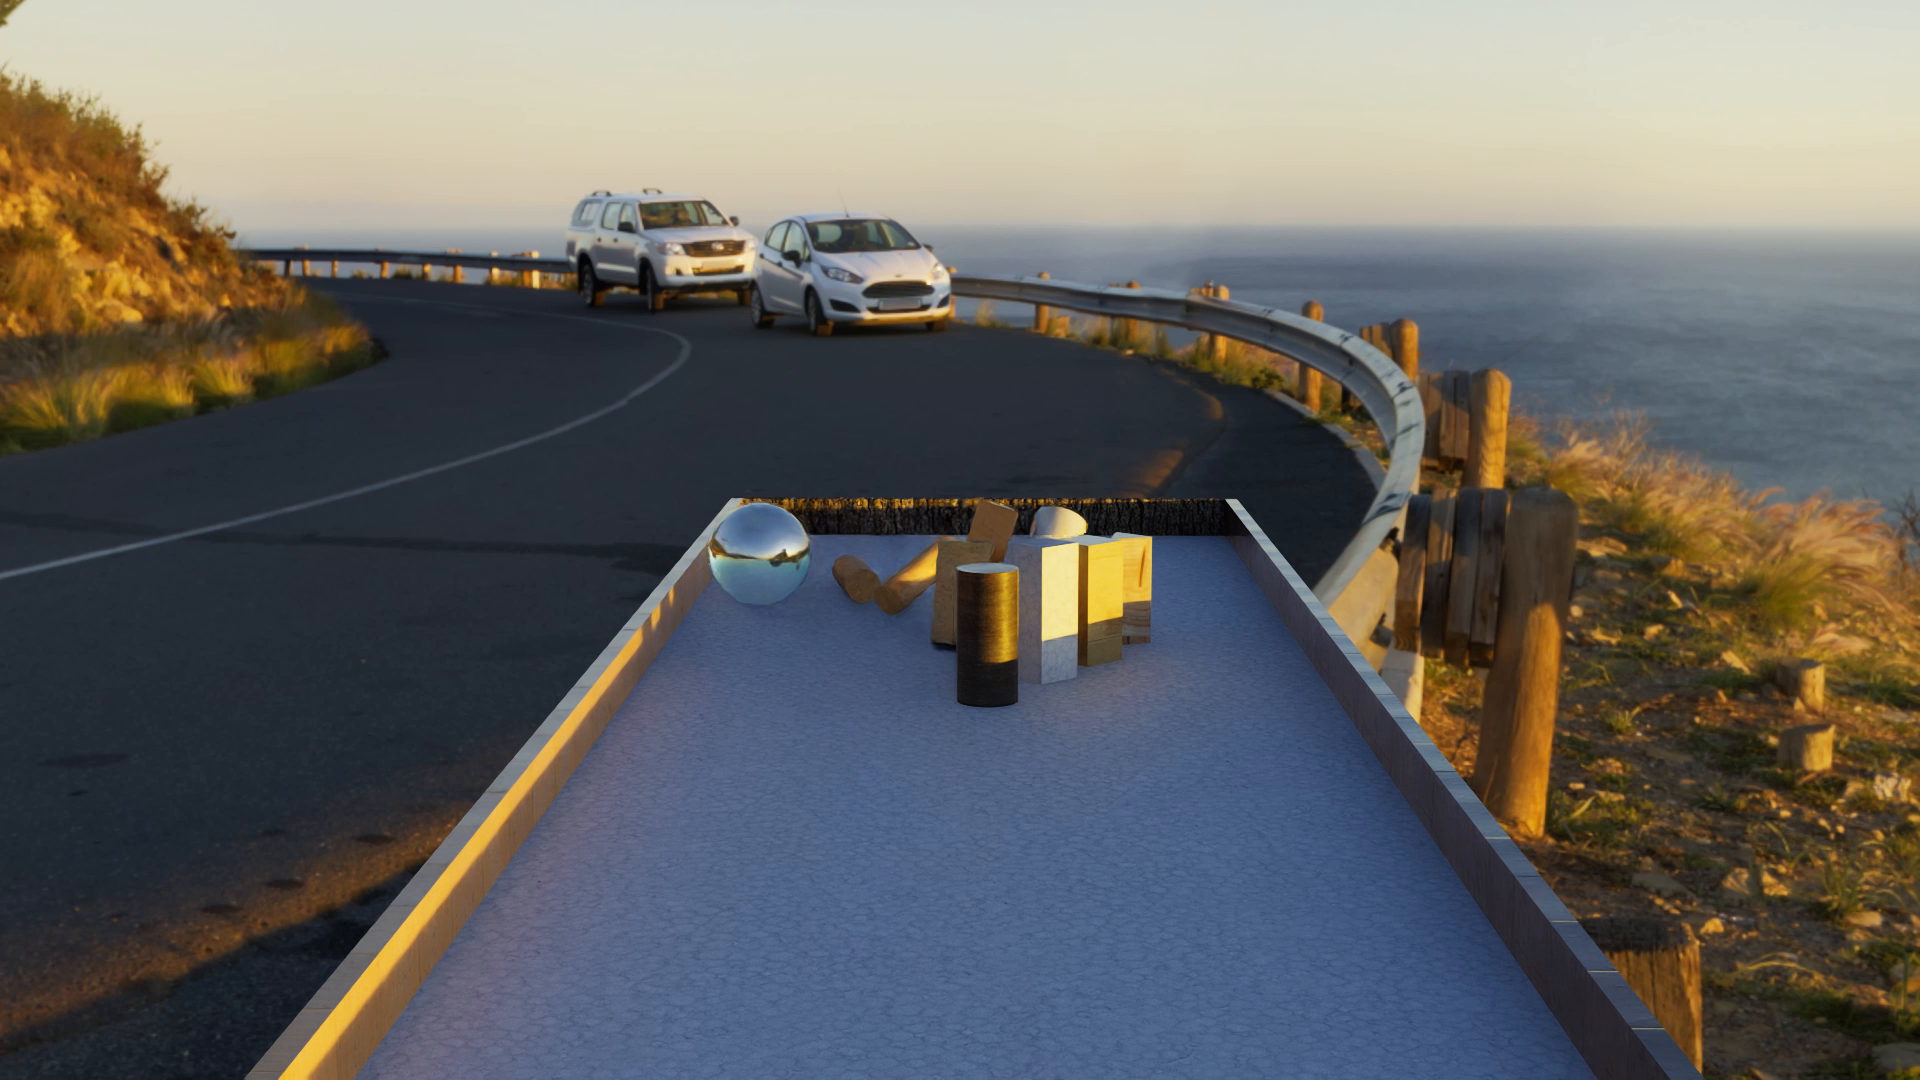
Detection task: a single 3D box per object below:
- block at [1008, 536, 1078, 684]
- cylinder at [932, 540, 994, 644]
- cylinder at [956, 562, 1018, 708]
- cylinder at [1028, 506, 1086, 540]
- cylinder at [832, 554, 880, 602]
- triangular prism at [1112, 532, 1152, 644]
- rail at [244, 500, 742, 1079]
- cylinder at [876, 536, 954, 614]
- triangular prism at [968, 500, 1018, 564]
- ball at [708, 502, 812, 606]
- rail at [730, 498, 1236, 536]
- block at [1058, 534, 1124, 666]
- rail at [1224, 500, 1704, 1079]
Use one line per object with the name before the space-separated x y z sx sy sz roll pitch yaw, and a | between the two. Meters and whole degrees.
block | 0.241 0.205 6.441 0.147 0.400 0.147 -8 12 -42
cylinder | 0.009 0.162 6.900 0.175 0.319 0.175 4 2 0
cylinder | 0.077 0.264 6.140 0.172 0.377 0.172 0 9 0
cylinder | 0.266 0.115 6.909 0.170 0.416 0.170 14 -26 7
cylinder | -0.368 0.134 7.759 0.119 0.119 0.384 -2 8 -10
triangular prism | 0.518 0.152 6.966 0.138 0.340 0.119 -3 10 -19
rail | -1.004 0.839 3.234 0.050 0.150 12.000 0 9 1
cylinder | -0.138 0.118 7.507 0.109 0.109 0.378 6 31 34
triangular prism | 0.072 0.095 7.044 0.133 0.428 0.115 18 3 13
ball | -0.689 0.049 7.572 0.354 0.354 0.354 0 9 0
rail | 0.099 -0.098 9.147 2.100 0.150 0.050 0 9 1
block | 0.386 0.183 6.680 0.153 0.369 0.153 -8 12 -43
rail | 1.046 0.843 3.208 0.050 0.150 12.000 0 9 1
